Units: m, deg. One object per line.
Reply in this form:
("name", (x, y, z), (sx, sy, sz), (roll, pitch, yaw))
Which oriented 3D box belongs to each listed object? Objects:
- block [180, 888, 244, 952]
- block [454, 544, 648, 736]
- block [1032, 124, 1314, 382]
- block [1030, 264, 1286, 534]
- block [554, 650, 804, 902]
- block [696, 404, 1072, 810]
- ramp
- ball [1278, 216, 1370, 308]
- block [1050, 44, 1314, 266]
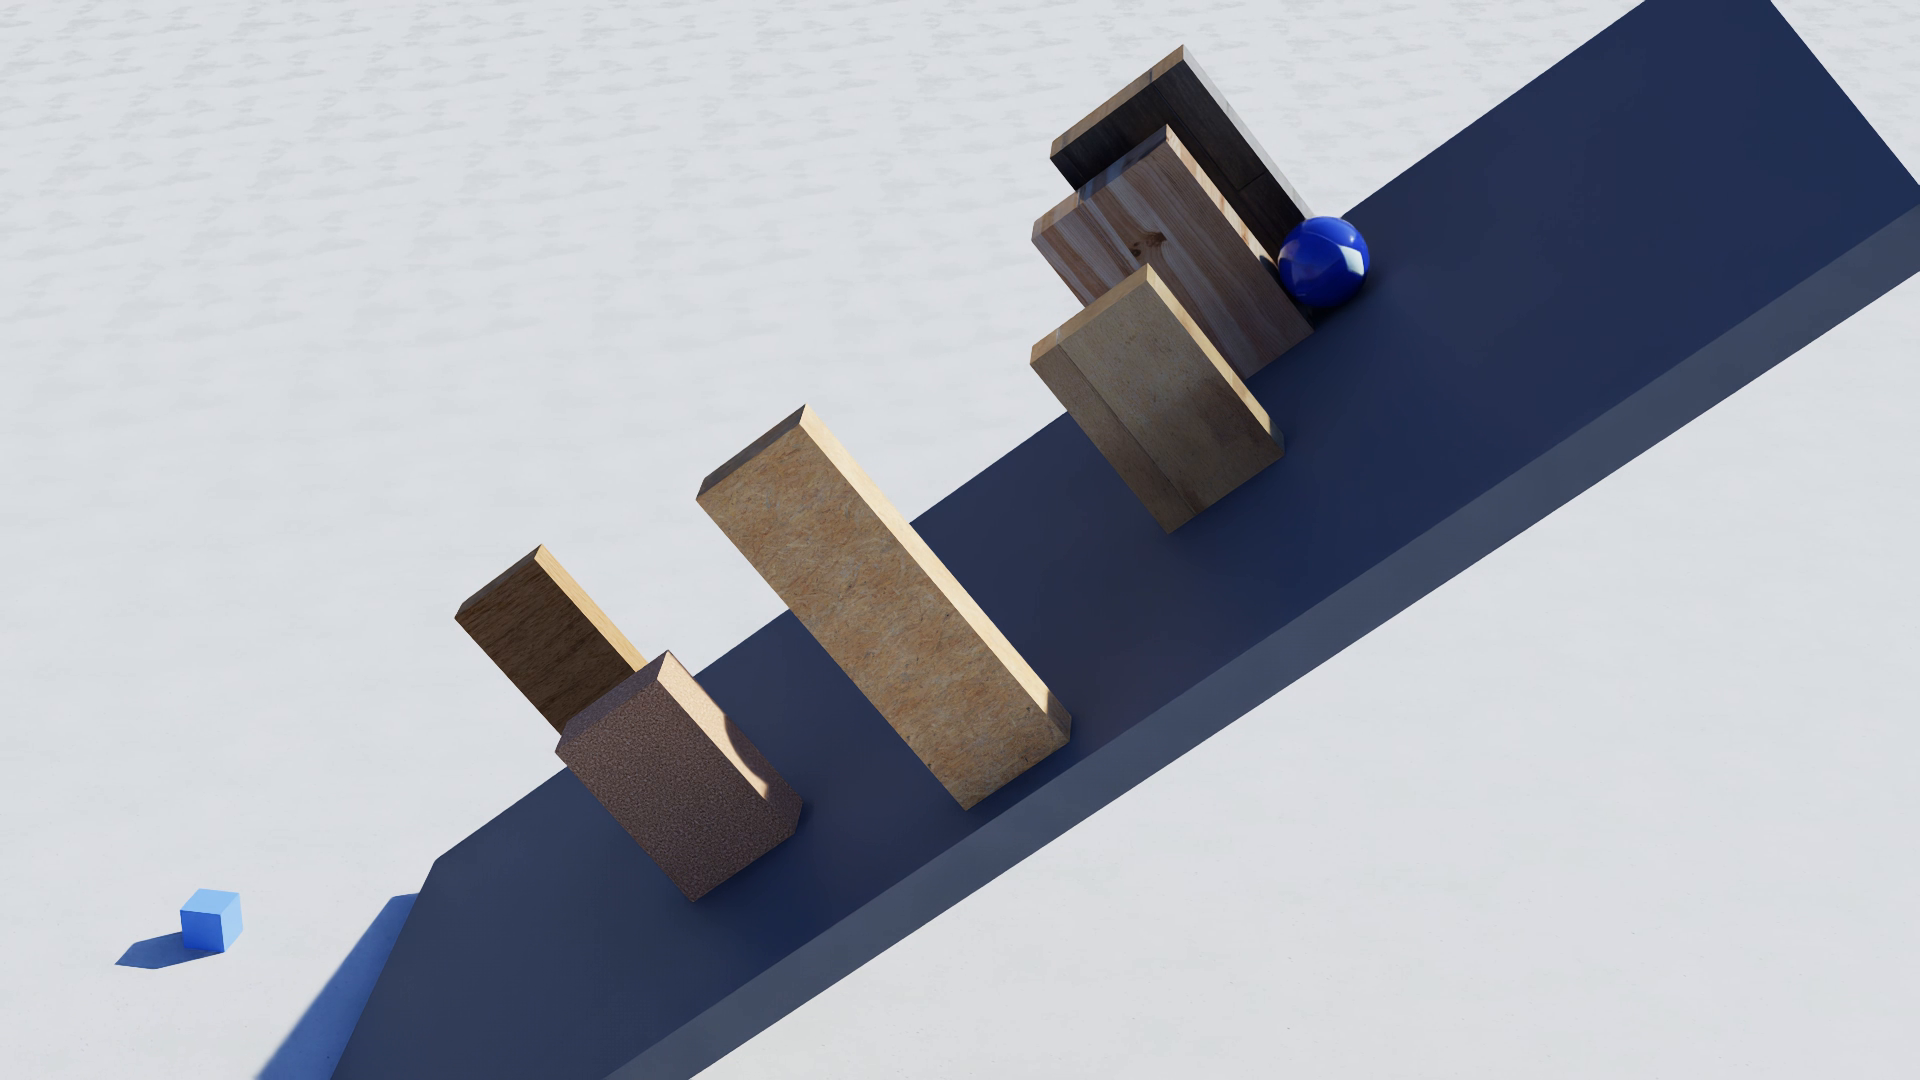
("block", (-1.929, 0.980, 7.583), (0.112, 0.112, 0.112), (5, 24, 11))
("block", (-0.847, 0.333, 6.765), (0.248, 0.651, 0.086), (-35, 16, 17))
("block", (0.467, -0.578, 6.443), (0.366, 0.536, 0.141), (-35, 16, 17))
("block", (0.399, -0.282, 5.930), (0.293, 0.460, 0.111), (-35, 16, 17))
("block", (-0.581, 0.491, 6.107), (0.281, 0.439, 0.141), (-35, 16, 17))
("block", (-0.134, 0.130, 5.418), (0.246, 0.787, 0.105), (-35, 16, 17))
("ramp", (0.125, 0.182, 6.332), (4.000, 0.100, 2.000), (-35, 16, 17))
("ball", (0.791, -0.606, 6.398), (0.199, 0.199, 0.199), (0, 23, 0))
("block", (0.537, -0.755, 6.636), (0.371, 0.607, 0.142), (-35, 16, 17))
